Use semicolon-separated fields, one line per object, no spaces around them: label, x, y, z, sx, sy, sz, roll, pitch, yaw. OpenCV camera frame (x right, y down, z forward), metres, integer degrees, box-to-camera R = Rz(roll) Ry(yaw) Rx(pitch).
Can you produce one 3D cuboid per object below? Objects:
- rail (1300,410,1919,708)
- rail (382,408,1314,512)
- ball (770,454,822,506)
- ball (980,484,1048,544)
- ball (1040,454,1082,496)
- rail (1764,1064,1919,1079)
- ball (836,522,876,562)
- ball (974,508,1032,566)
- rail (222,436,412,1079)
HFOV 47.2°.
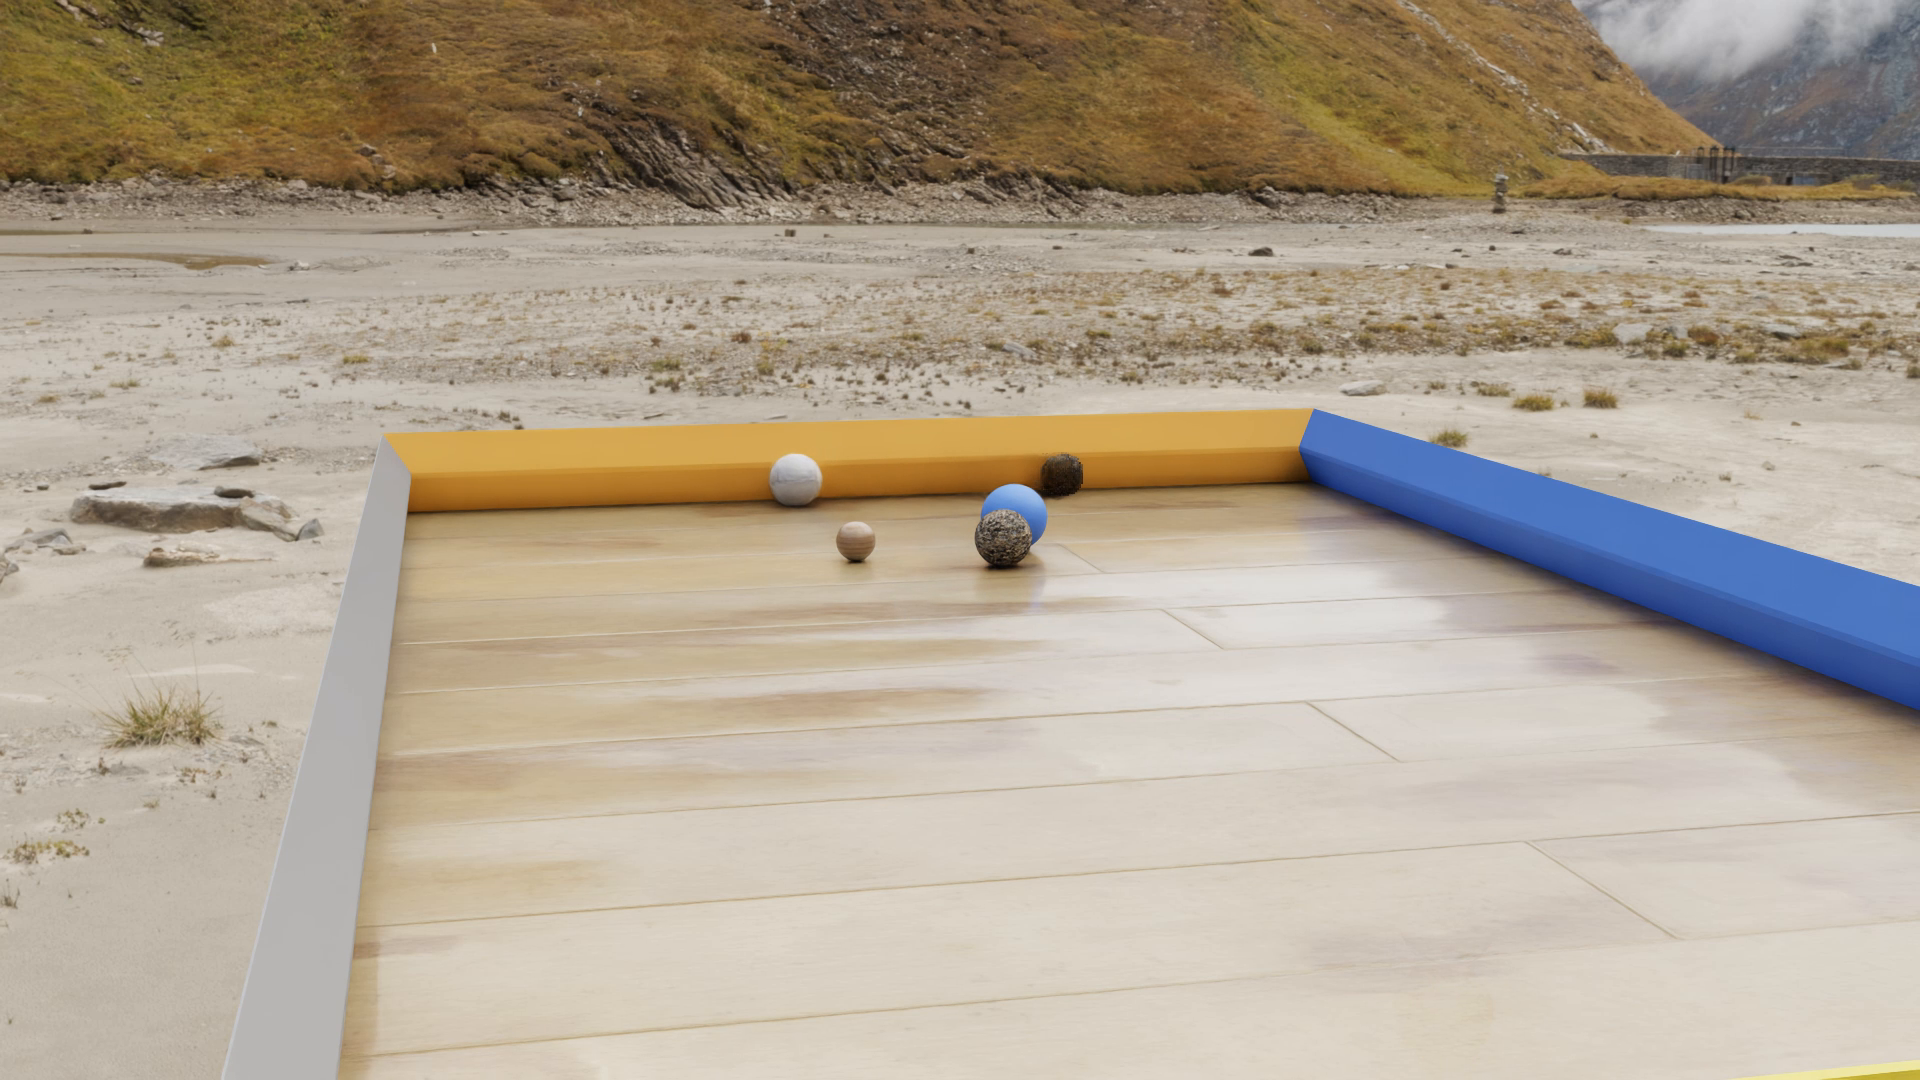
rail;0.920;0.063;2.609;0.045;0.128;2.773;-2;10;-13
rail;-0.149;-0.137;3.746;1.618;0.128;0.045;-2;10;-13
ball;-0.273;-0.100;3.658;0.089;0.089;0.089;0;10;0
ball;0.080;-0.034;3.250;0.099;0.099;0.099;0;10;0
ball;0.173;-0.112;3.775;0.071;0.071;0.071;0;10;0
rail;0.457;0.322;1.129;1.618;0.128;0.045;-2;10;-13
ball;-0.150;0.002;3.169;0.058;0.058;0.058;0;10;0
ball;0.062;-0.003;3.124;0.082;0.082;0.082;0;10;0
rail;-0.611;0.123;2.265;0.045;0.128;2.773;-2;10;-13
